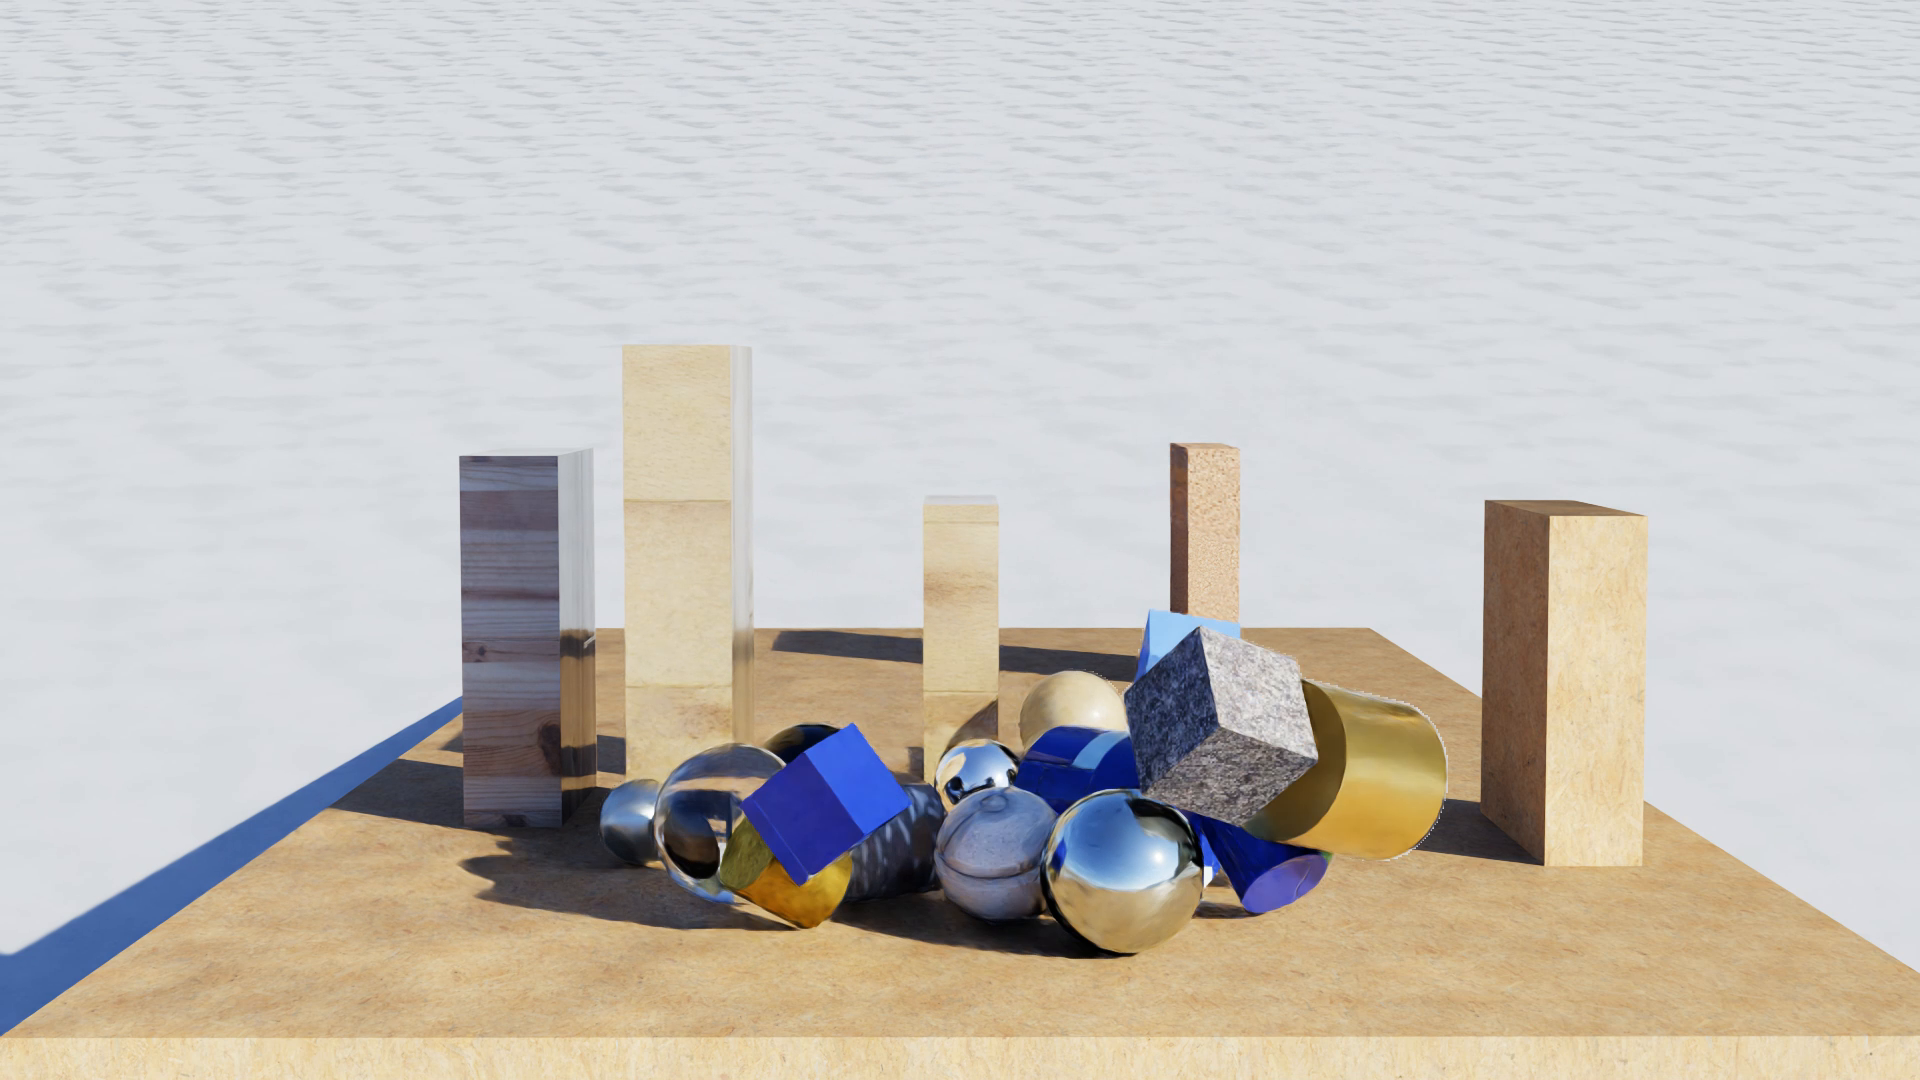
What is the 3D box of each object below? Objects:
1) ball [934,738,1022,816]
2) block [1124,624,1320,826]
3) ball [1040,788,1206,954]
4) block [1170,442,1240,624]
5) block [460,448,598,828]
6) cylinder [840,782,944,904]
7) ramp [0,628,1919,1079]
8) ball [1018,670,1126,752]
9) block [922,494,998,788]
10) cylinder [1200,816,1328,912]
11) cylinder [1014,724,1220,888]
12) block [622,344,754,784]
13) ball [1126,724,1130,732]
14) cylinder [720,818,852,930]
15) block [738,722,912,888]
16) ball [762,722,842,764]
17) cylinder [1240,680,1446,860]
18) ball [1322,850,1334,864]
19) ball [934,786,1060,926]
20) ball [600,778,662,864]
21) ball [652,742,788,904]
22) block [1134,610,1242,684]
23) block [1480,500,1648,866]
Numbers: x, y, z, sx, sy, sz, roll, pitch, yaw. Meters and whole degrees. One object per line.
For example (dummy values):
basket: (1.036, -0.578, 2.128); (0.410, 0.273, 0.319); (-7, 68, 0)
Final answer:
ball: (0.029, 0.350, 3.660); (0.133, 0.133, 0.133); (0, 19, 0)
block: (0.290, 0.209, 2.870); (0.141, 0.141, 0.141); (20, 42, -29)
ball: (0.184, 0.374, 2.900); (0.187, 0.187, 0.187); (0, 19, 0)
block: (0.523, 0.043, 5.519); (0.105, 0.494, 0.446); (0, 4, 0)
block: (-0.645, 0.135, 3.864); (0.141, 0.536, 0.366); (0, 4, 0)
cylinder: (-0.101, 0.374, 3.175); (0.137, 0.137, 0.137); (-5, 20, -20)
ramp: (0.045, 0.407, 4.538); (2.000, 0.100, 4.000); (0, 4, 0)
ball: (0.164, 0.268, 3.737); (0.157, 0.157, 0.157); (0, 19, 0)
block: (0.001, 0.168, 3.931); (0.111, 0.460, 0.293); (0, 4, 0)
cylinder: (0.364, 0.367, 3.079); (0.113, 0.113, 0.113); (-9, 51, -25)
cylinder: (0.207, 0.343, 3.258); (0.201, 0.201, 0.201); (-18, 15, -42)
block: (-0.380, 0.071, 3.647); (0.144, 0.691, 0.377); (0, 4, 0)
ball: (0.319, 0.322, 3.836); (0.165, 0.165, 0.165); (0, 19, 0)
cylinder: (-0.204, 0.384, 3.009); (0.109, 0.109, 0.109); (33, 2, -30)
block: (-0.153, 0.302, 2.936); (0.116, 0.116, 0.116); (-40, -7, 29)
ball: (-0.201, 0.338, 3.506); (0.178, 0.178, 0.178); (0, 19, 0)
cylinder: (0.432, 0.267, 2.983); (0.189, 0.189, 0.189); (15, 5, -42)
ball: (0.415, 0.377, 3.269); (0.130, 0.130, 0.130); (0, 19, 0)
ball: (0.052, 0.375, 3.051); (0.164, 0.164, 0.164); (0, 19, 0)
ball: (-0.423, 0.375, 3.421); (0.114, 0.114, 0.114); (0, 19, 0)
ball: (-0.281, 0.350, 3.171); (0.198, 0.198, 0.198); (0, 19, 0)
block: (0.275, 0.168, 3.116); (0.112, 0.112, 0.112); (9, 27, 0)
block: (0.840, 0.187, 3.599); (0.129, 0.465, 0.418); (0, 4, 0)
